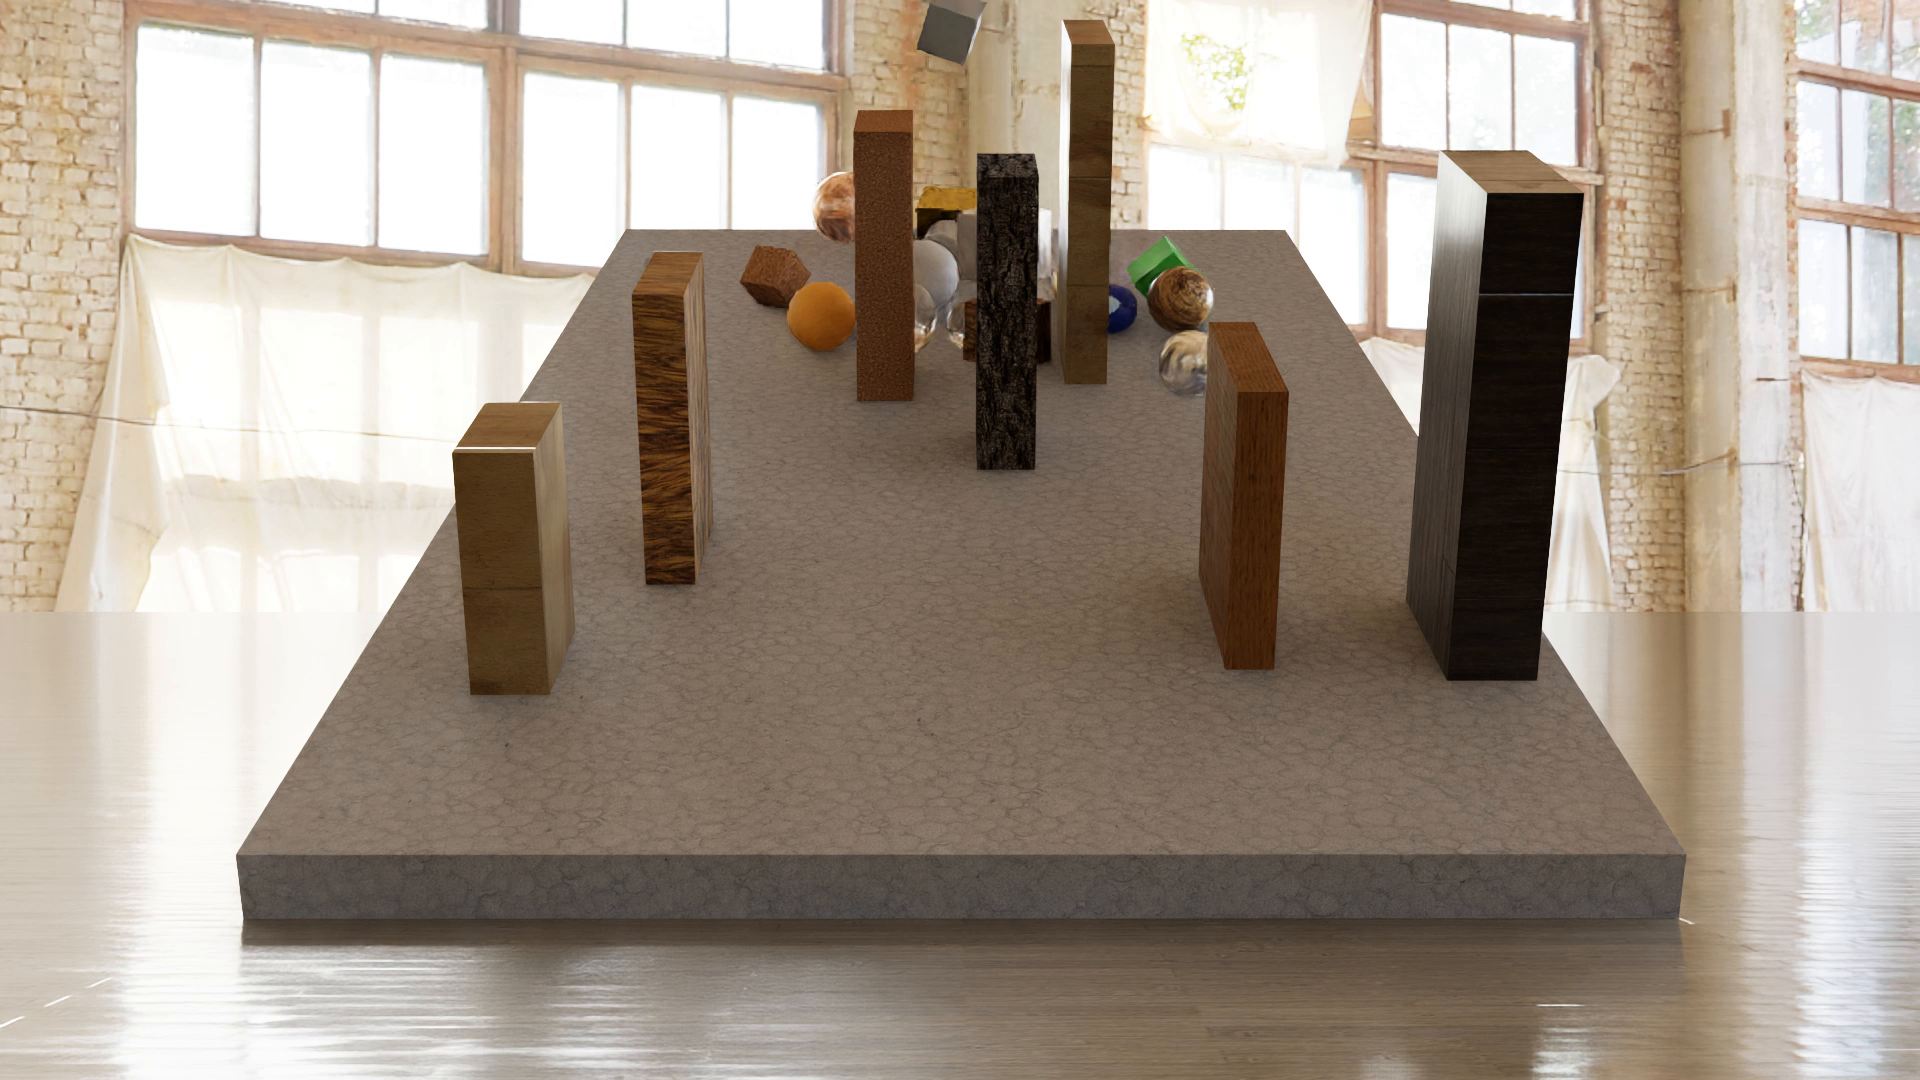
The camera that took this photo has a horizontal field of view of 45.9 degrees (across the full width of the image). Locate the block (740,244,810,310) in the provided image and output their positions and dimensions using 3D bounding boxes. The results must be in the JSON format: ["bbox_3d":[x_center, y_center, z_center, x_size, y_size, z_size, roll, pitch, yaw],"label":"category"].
[{"bbox_3d":[-0.484,-0.688,5.949,0.114,0.114,0.114,12,-21,30],"label":"block"}]

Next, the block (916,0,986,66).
[{"bbox_3d":[-0.024,-1.468,6.477,0.143,0.143,0.143,19,35,-1],"label":"block"}]

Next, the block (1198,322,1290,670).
[{"bbox_3d":[0.476,-0.084,3.850,0.080,0.475,0.432,0,20,0],"label":"block"}]

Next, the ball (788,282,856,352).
[{"bbox_3d":[-0.338,-0.548,5.556,0.170,0.170,0.170,0,-2,0],"label":"ball"}]

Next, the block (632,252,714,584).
[{"bbox_3d":[-0.522,-0.228,4.151,0.089,0.535,0.331,0,20,0],"label":"block"}]

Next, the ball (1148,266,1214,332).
[{"bbox_3d":[0.555,-0.607,5.725,0.166,0.166,0.166,0,-2,0],"label":"ball"}]

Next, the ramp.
[{"bbox_3d":[-0.005,-0.208,5.021,2.000,0.100,4.000,0,20,0],"label":"ramp"}]

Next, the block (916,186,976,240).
[{"bbox_3d":[-0.029,-0.895,6.464,0.167,0.167,0.167,3,30,7],"label":"block"}]

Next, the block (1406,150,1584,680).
[{"bbox_3d":[0.865,-0.208,3.717,0.146,0.800,0.354,0,20,0],"label":"block"}]

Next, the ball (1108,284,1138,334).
[{"bbox_3d":[0.387,-0.583,5.721,0.124,0.124,0.124,0,-2,0],"label":"ball"}]

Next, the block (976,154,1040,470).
[{"bbox_3d":[0.096,-0.477,4.722,0.121,0.611,0.257,0,20,0],"label":"block"}]

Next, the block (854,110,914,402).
[{"bbox_3d":[-0.171,-0.653,5.199,0.126,0.614,0.282,0,20,0],"label":"block"}]

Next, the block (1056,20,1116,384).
[{"bbox_3d":[0.294,-0.805,5.368,0.097,0.784,0.425,0,20,0],"label":"block"}]

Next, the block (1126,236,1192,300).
[{"bbox_3d":[0.530,-0.680,5.879,0.131,0.131,0.131,-38,23,13],"label":"block"}]

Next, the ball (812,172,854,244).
[{"bbox_3d":[-0.316,-0.925,6.317,0.197,0.197,0.197,0,-2,0],"label":"ball"}]

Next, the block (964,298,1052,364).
[{"bbox_3d":[0.114,-0.504,5.468,0.148,0.148,0.148,-18,27,-40],"label":"block"}]

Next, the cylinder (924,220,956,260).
[{"bbox_3d":[-0.045,-0.818,6.340,0.122,0.122,0.122,0,27,11],"label":"cylinder"}]

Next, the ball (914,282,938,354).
[{"bbox_3d":[-0.151,-0.539,5.495,0.194,0.194,0.194,0,-2,0],"label":"ball"}]

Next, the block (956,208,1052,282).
[{"bbox_3d":[0.122,-0.817,6.267,0.186,0.186,0.186,14,25,34],"label":"block"}]

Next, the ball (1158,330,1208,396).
[{"bbox_3d":[0.530,-0.406,5.203,0.150,0.150,0.150,0,-2,0],"label":"ball"}]

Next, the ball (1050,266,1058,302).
[{"bbox_3d":[0.309,-0.667,5.919,0.145,0.145,0.145,0,-2,0],"label":"ball"}]

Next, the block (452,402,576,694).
[{"bbox_3d":[-0.720,0.010,3.687,0.125,0.407,0.273,0,20,0],"label":"block"}]

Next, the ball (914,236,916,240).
[{"bbox_3d":[-0.190,-0.806,6.291,0.149,0.149,0.149,0,-2,0],"label":"ball"}]

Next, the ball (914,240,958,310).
[{"bbox_3d":[-0.099,-0.687,5.907,0.190,0.190,0.190,0,-2,0],"label":"ball"}]

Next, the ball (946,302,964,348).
[{"bbox_3d":[0.026,-0.528,5.568,0.122,0.122,0.122,0,-2,0],"label":"ball"}]
